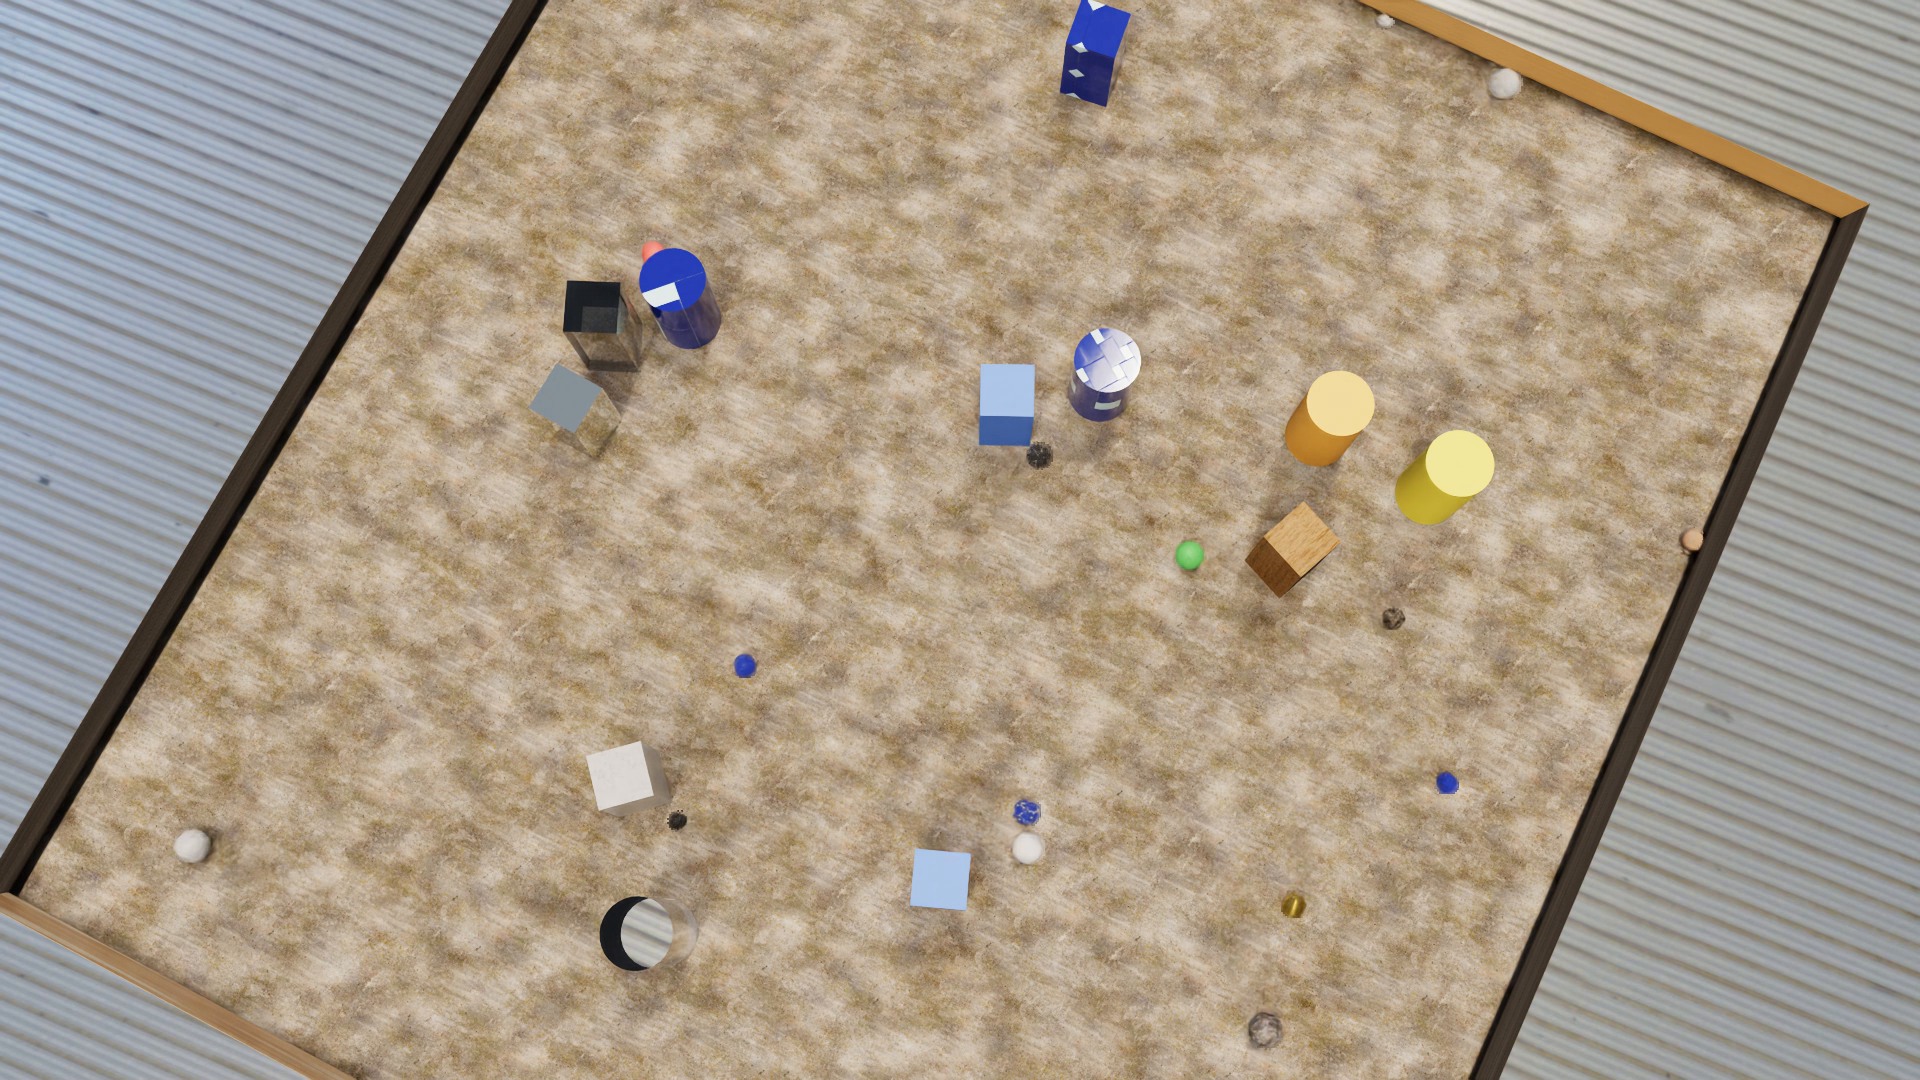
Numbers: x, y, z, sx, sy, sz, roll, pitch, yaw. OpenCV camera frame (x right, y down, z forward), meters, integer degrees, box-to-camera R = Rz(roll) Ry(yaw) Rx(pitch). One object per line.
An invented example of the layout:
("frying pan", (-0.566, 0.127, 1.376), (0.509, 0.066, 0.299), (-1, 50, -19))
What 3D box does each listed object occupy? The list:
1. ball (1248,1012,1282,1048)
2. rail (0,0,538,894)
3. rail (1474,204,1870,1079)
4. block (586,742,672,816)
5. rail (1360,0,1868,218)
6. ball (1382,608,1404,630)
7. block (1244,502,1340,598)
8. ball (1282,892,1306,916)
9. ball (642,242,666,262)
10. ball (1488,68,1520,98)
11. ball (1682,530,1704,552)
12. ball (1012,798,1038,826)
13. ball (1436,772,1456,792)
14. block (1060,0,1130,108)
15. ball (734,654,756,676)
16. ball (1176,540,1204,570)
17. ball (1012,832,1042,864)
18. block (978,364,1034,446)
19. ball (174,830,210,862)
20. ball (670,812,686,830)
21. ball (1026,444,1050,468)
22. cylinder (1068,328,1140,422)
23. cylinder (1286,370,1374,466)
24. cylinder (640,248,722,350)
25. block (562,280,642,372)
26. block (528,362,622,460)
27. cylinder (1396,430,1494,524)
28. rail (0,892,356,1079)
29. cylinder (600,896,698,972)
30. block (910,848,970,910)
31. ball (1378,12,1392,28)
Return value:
("ball", (0.879, 1.410, 5.275), (0.098, 0.098, 0.098), (0, 78, 0))
("rail", (-1.821, -0.885, 5.733), (0.045, 0.128, 4.434), (26, 80, 5))
("rail", (1.821, 0.898, 5.364), (0.045, 0.128, 4.434), (26, 80, 5))
("block", (-0.956, 0.695, 5.306), (0.157, 0.326, 0.157), (-15, 79, -3))
("rail", (0.981, -1.914, 5.946), (4.119, 0.128, 0.045), (26, 80, 5))
("ball", (1.308, 0.236, 5.534), (0.066, 0.066, 0.066), (0, 78, 0))
("block", (0.981, 0.034, 5.426), (0.157, 0.359, 0.157), (-40, 81, -8))
("ball", (0.977, 1.067, 5.361), (0.069, 0.069, 0.069), (0, 78, 0))
("ball", (-0.962, -0.898, 5.763), (0.076, 0.076, 0.076), (0, 78, 0))
("ball", (1.743, -1.462, 5.870), (0.096, 0.096, 0.096), (0, 78, 0))
("ball", (2.233, 0.003, 5.582), (0.067, 0.067, 0.067), (0, 78, 0))
("ball", (0.193, 0.803, 5.411), (0.078, 0.078, 0.078), (0, 78, 0))
("ball", (1.442, 0.720, 5.437), (0.061, 0.061, 0.061), (0, 78, 0))
("block", (0.423, -1.527, 5.757), (0.157, 0.344, 0.157), (19, 79, 4))
("ball", (-0.647, 0.375, 5.504), (0.067, 0.067, 0.067), (0, 78, 0))
("ball", (0.699, 0.046, 5.562), (0.087, 0.087, 0.087), (0, 78, 0))
("ball", (0.197, 0.905, 5.383), (0.091, 0.091, 0.091), (0, 78, 0))
("block", (0.138, -0.404, 5.527), (0.157, 0.340, 0.157), (1, 78, 0))
("ball", (-2.252, 0.898, 5.381), (0.097, 0.097, 0.097), (0, 78, 0))
("ball", (-0.834, 0.832, 5.419), (0.050, 0.050, 0.050), (0, 78, 0))
("ball", (0.240, -0.257, 5.632), (0.074, 0.074, 0.074), (0, 78, 0))
("cylinder", (0.434, -0.496, 5.552), (0.197, 0.327, 0.197), (0, 78, 0))
("cylinder", (1.106, -0.360, 5.505), (0.197, 0.365, 0.197), (0, 78, 0))
("cylinder", (-0.848, -0.731, 5.582), (0.197, 0.365, 0.197), (0, 78, 0))
("block", (-1.078, -0.643, 5.551), (0.157, 0.389, 0.157), (2, 78, 0))
("block", (-1.156, -0.383, 5.529), (0.157, 0.328, 0.157), (29, 80, 6))
("cylinder", (1.439, -0.182, 5.459), (0.197, 0.382, 0.197), (0, 78, 0))
("rail", (-0.981, 1.928, 5.151), (4.119, 0.128, 0.045), (26, 80, 5))
("cylinder", (-0.868, 1.103, 5.144), (0.197, 0.478, 0.197), (0, 78, 0))
("block", (-0.055, 0.981, 5.282), (0.157, 0.257, 0.157), (5, 78, 1))
("ball", (1.377, -1.686, 5.942), (0.046, 0.046, 0.046), (0, 78, 0))
